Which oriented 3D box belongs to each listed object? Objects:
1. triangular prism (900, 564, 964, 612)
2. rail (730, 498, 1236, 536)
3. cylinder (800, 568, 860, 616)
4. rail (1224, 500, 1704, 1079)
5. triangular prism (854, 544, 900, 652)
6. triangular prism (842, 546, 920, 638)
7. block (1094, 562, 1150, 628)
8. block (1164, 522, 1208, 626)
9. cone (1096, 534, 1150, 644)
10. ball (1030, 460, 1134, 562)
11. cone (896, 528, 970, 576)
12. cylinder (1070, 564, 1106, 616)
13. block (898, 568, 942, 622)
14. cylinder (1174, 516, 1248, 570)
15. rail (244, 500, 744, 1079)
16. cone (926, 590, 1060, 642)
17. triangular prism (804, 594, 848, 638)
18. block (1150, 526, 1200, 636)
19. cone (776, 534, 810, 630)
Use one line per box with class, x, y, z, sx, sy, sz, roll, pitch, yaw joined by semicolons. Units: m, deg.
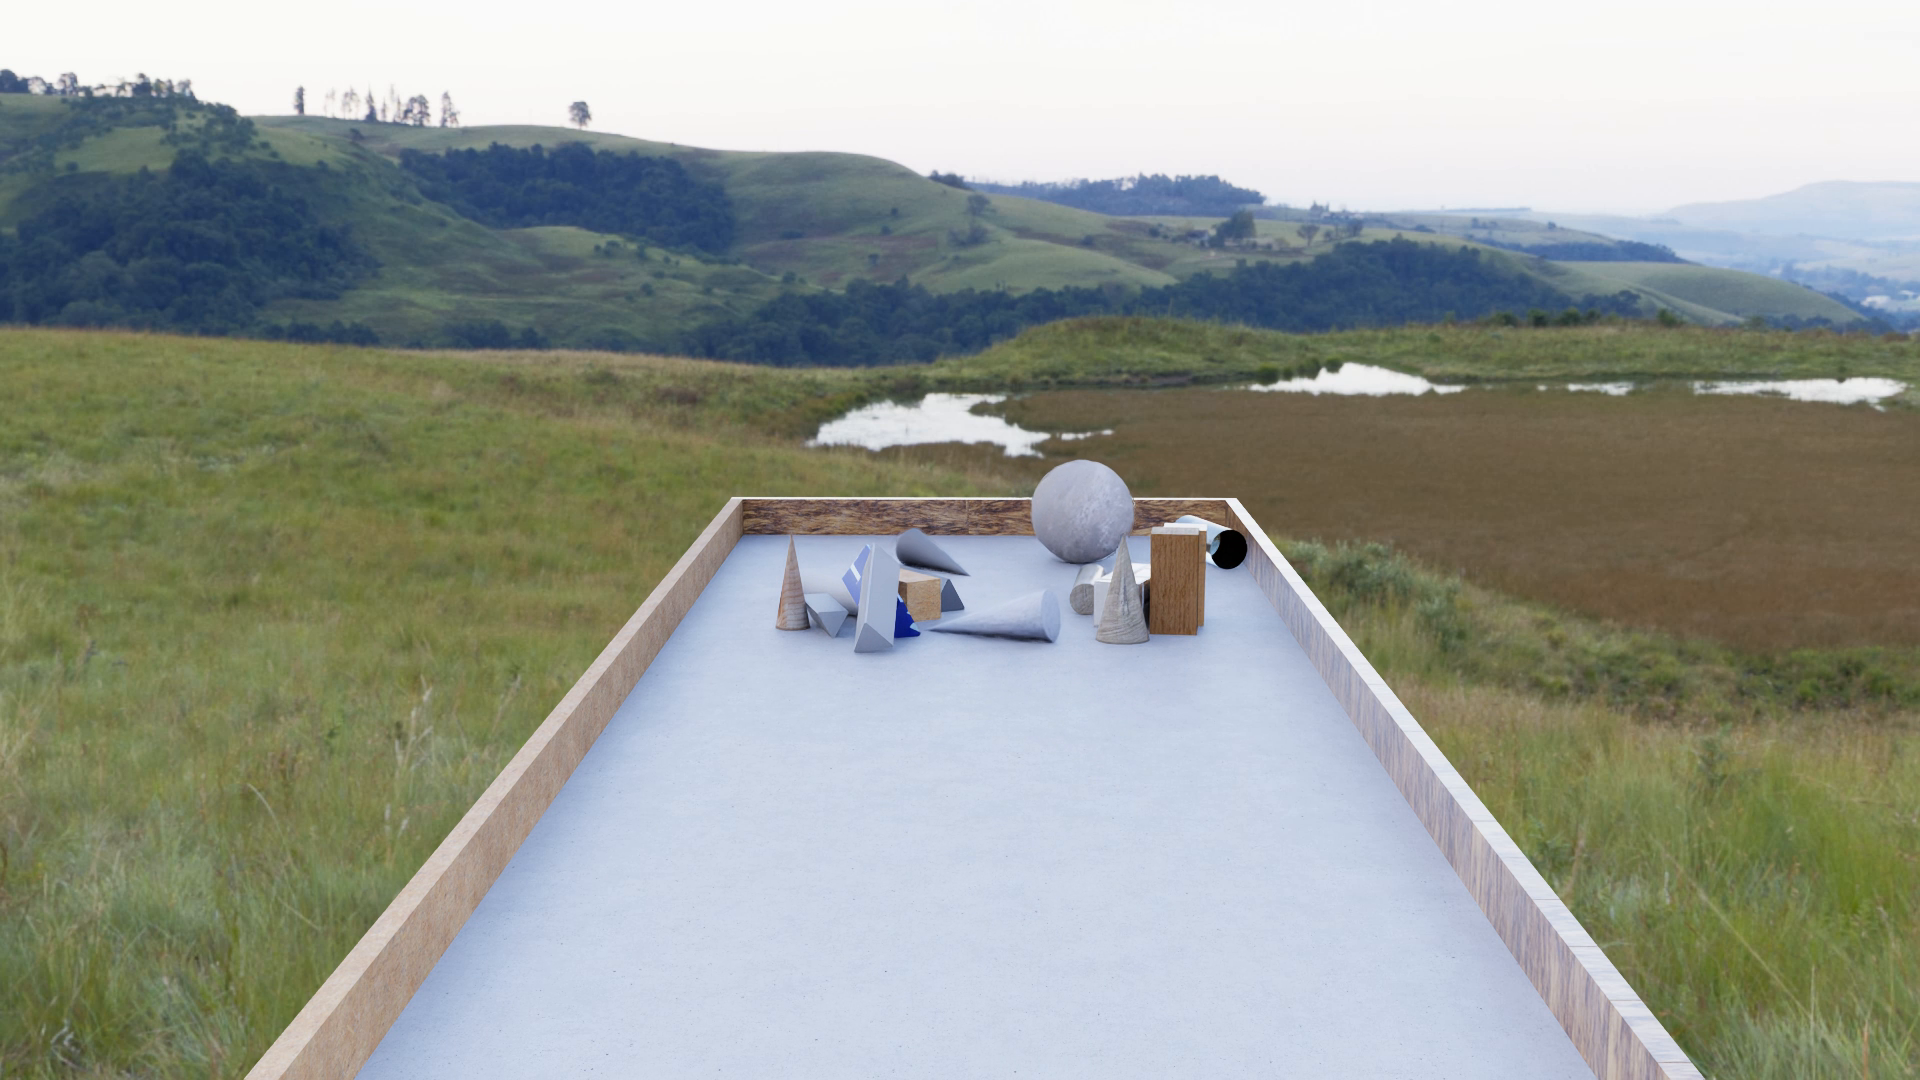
triangular prism;-0.124;0.163;7.612;0.126;0.109;0.339;-5;10;-30
rail;0.099;-0.098;9.147;2.100;0.150;0.050;0;9;1
cylinder;-0.422;0.181;7.486;0.121;0.121;0.420;-7;11;-38
rail;1.046;0.843;3.208;0.050;0.150;12.000;0;9;1
triangular prism;-0.272;0.173;6.934;0.123;0.106;0.417;-9;35;9
triangular prism;-0.252;0.162;7.150;0.152;0.132;0.369;-4;31;-20
block;0.582;0.186;7.341;0.154;0.154;0.385;4;10;22
block;0.741;0.113;7.272;0.140;0.318;0.140;2;9;7
cone;0.518;0.145;6.983;0.173;0.349;0.173;0;9;0
ball;0.468;-0.110;8.441;0.395;0.395;0.395;0;9;0
cone;-0.073;0.080;8.282;0.141;0.141;0.369;-8;23;-40
cylinder;0.446;0.168;7.606;0.108;0.108;0.409;1;9;6
block;-0.213;0.181;7.431;0.136;0.136;0.323;-6;11;-35
cylinder;0.956;0.007;8.481;0.153;0.153;0.388;-3;9;-17
rail;-1.004;0.839;3.234;0.050;0.150;12.000;0;9;1
cone;0.084;0.267;7.068;0.451;0.165;0.165;-7;5;24
triangular prism;-0.458;0.227;7.170;0.085;0.098;0.319;29;0;-17
block;0.695;0.132;7.131;0.152;0.328;0.152;1;9;7
cone;-0.548;0.127;7.178;0.115;0.322;0.115;0;9;0
